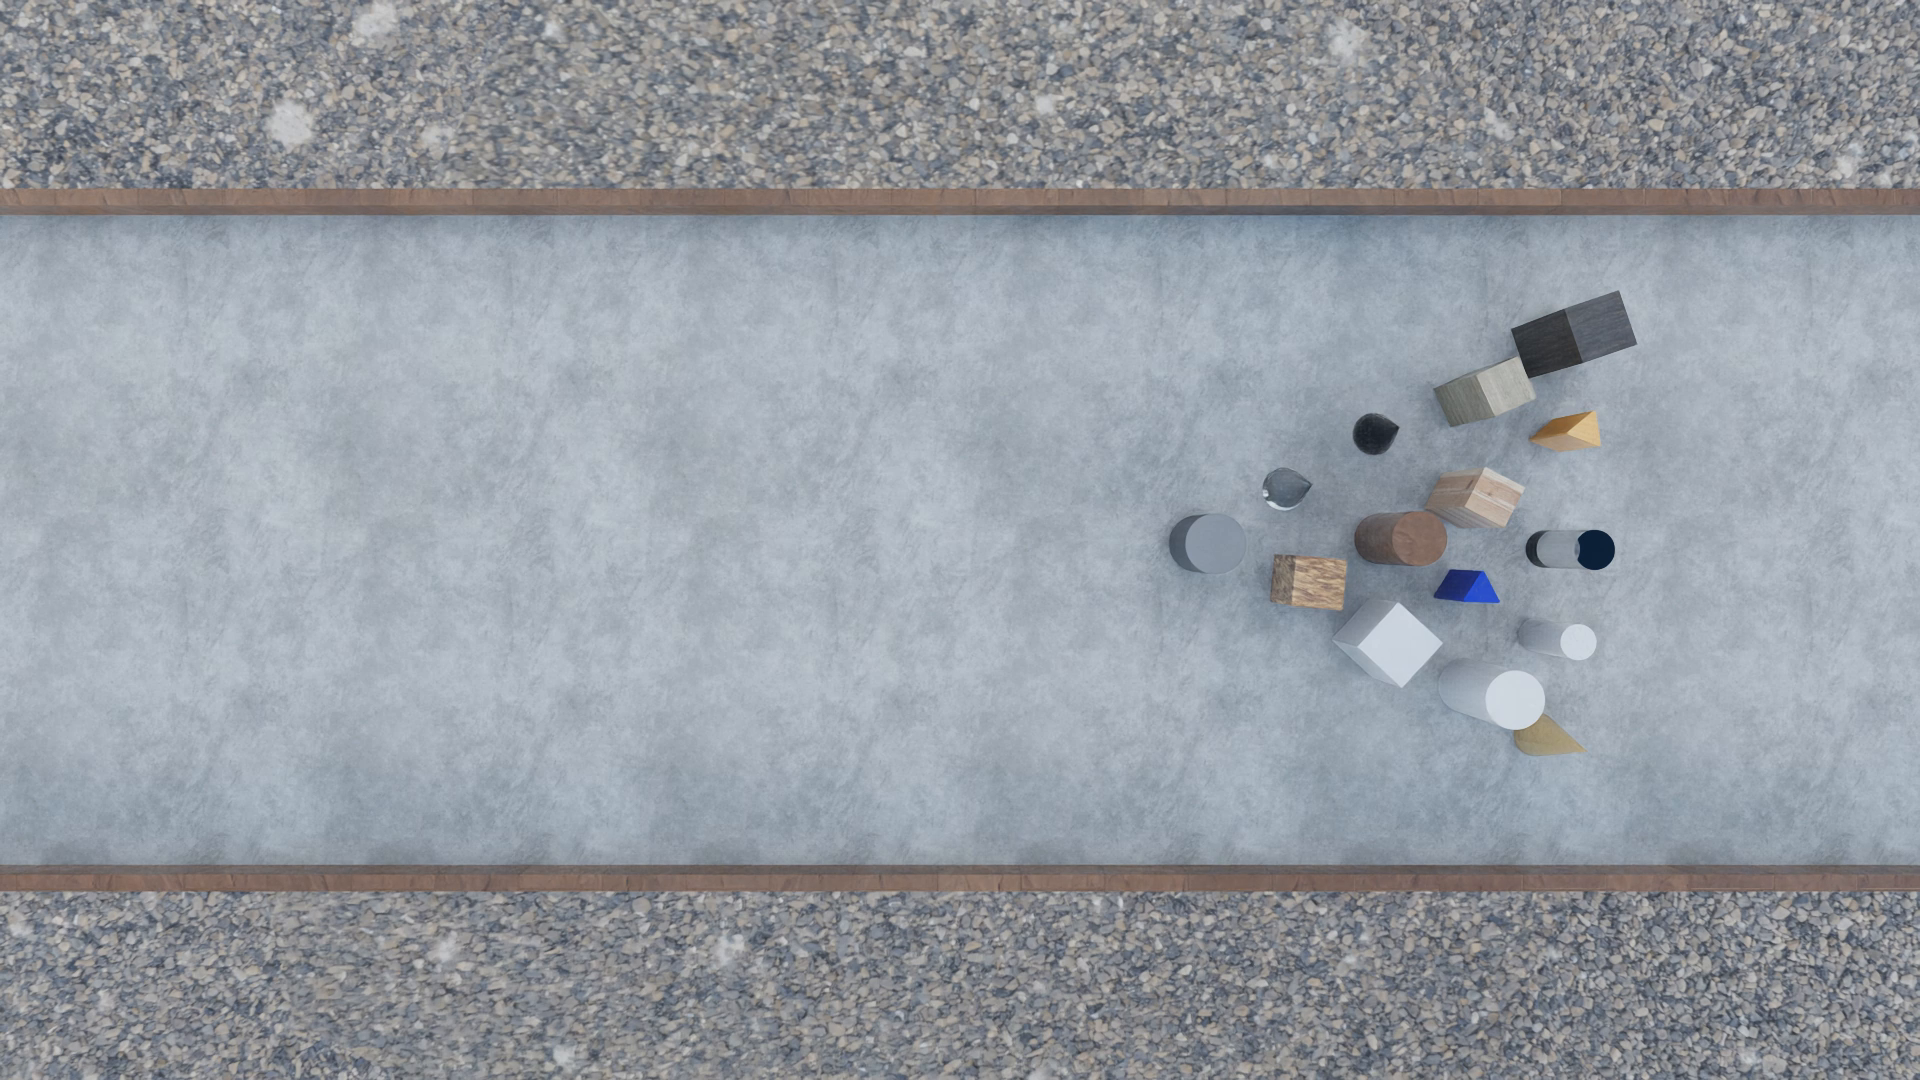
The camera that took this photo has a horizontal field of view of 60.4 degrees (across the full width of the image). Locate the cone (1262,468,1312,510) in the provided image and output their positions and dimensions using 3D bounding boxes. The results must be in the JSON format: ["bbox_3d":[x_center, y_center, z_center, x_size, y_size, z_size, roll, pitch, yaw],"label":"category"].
[{"bbox_3d":[0.997,-0.157,4.868,0.133,0.417,0.133,0,90,0],"label":"cone"}]

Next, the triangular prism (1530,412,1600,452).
[{"bbox_3d":[1.815,-0.331,4.917,0.102,0.319,0.088,21,90,0],"label":"triangular prism"}]

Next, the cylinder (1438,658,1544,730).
[{"bbox_3d":[1.555,0.448,4.848,0.167,0.457,0.167,0,90,0],"label":"cylinder"}]

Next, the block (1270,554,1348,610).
[{"bbox_3d":[1.034,0.124,4.909,0.147,0.334,0.147,5,90,0],"label":"block"}]

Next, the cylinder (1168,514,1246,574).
[{"bbox_3d":[0.731,0.011,4.891,0.175,0.370,0.175,0,90,0],"label":"cylinder"}]

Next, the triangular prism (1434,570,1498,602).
[{"bbox_3d":[1.511,0.134,4.924,0.103,0.306,0.089,2,90,0],"label":"triangular prism"}]

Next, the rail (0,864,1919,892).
[{"bbox_3d":[-2.247,1.025,5.001,12.000,0.150,0.050,0,90,0],"label":"rail"}]

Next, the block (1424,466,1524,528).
[{"bbox_3d":[1.512,-0.121,4.868,0.127,0.416,0.127,28,90,0],"label":"block"}]

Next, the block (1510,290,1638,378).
[{"bbox_3d":[1.798,-0.599,4.851,0.162,0.450,0.162,-19,90,0],"label":"block"}]

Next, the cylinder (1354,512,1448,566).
[{"bbox_3d":[1.292,-0.004,4.855,0.156,0.443,0.156,0,90,0],"label":"cylinder"}]

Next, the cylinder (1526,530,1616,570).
[{"bbox_3d":[1.799,0.028,4.875,0.116,0.404,0.116,0,90,0],"label":"cylinder"}]

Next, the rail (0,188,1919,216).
[{"bbox_3d":[-2.247,-1.025,5.002,12.000,0.150,0.050,0,90,0],"label":"rail"}]

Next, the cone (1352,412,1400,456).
[{"bbox_3d":[1.274,-0.326,4.926,0.132,0.301,0.132,0,90,0],"label":"cone"}]

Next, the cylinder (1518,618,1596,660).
[{"bbox_3d":[1.770,0.292,4.898,0.103,0.357,0.103,0,90,0],"label":"cylinder"}]

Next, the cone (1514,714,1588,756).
[{"bbox_3d":[1.771,0.597,4.862,0.136,0.429,0.136,0,90,0],"label":"cone"}]

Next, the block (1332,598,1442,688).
[{"bbox_3d":[1.265,0.301,4.908,0.174,0.337,0.174,43,90,0],"label":"block"}]

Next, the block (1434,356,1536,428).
[{"bbox_3d":[1.543,-0.434,4.865,0.130,0.423,0.130,-25,90,0],"label":"block"}]
